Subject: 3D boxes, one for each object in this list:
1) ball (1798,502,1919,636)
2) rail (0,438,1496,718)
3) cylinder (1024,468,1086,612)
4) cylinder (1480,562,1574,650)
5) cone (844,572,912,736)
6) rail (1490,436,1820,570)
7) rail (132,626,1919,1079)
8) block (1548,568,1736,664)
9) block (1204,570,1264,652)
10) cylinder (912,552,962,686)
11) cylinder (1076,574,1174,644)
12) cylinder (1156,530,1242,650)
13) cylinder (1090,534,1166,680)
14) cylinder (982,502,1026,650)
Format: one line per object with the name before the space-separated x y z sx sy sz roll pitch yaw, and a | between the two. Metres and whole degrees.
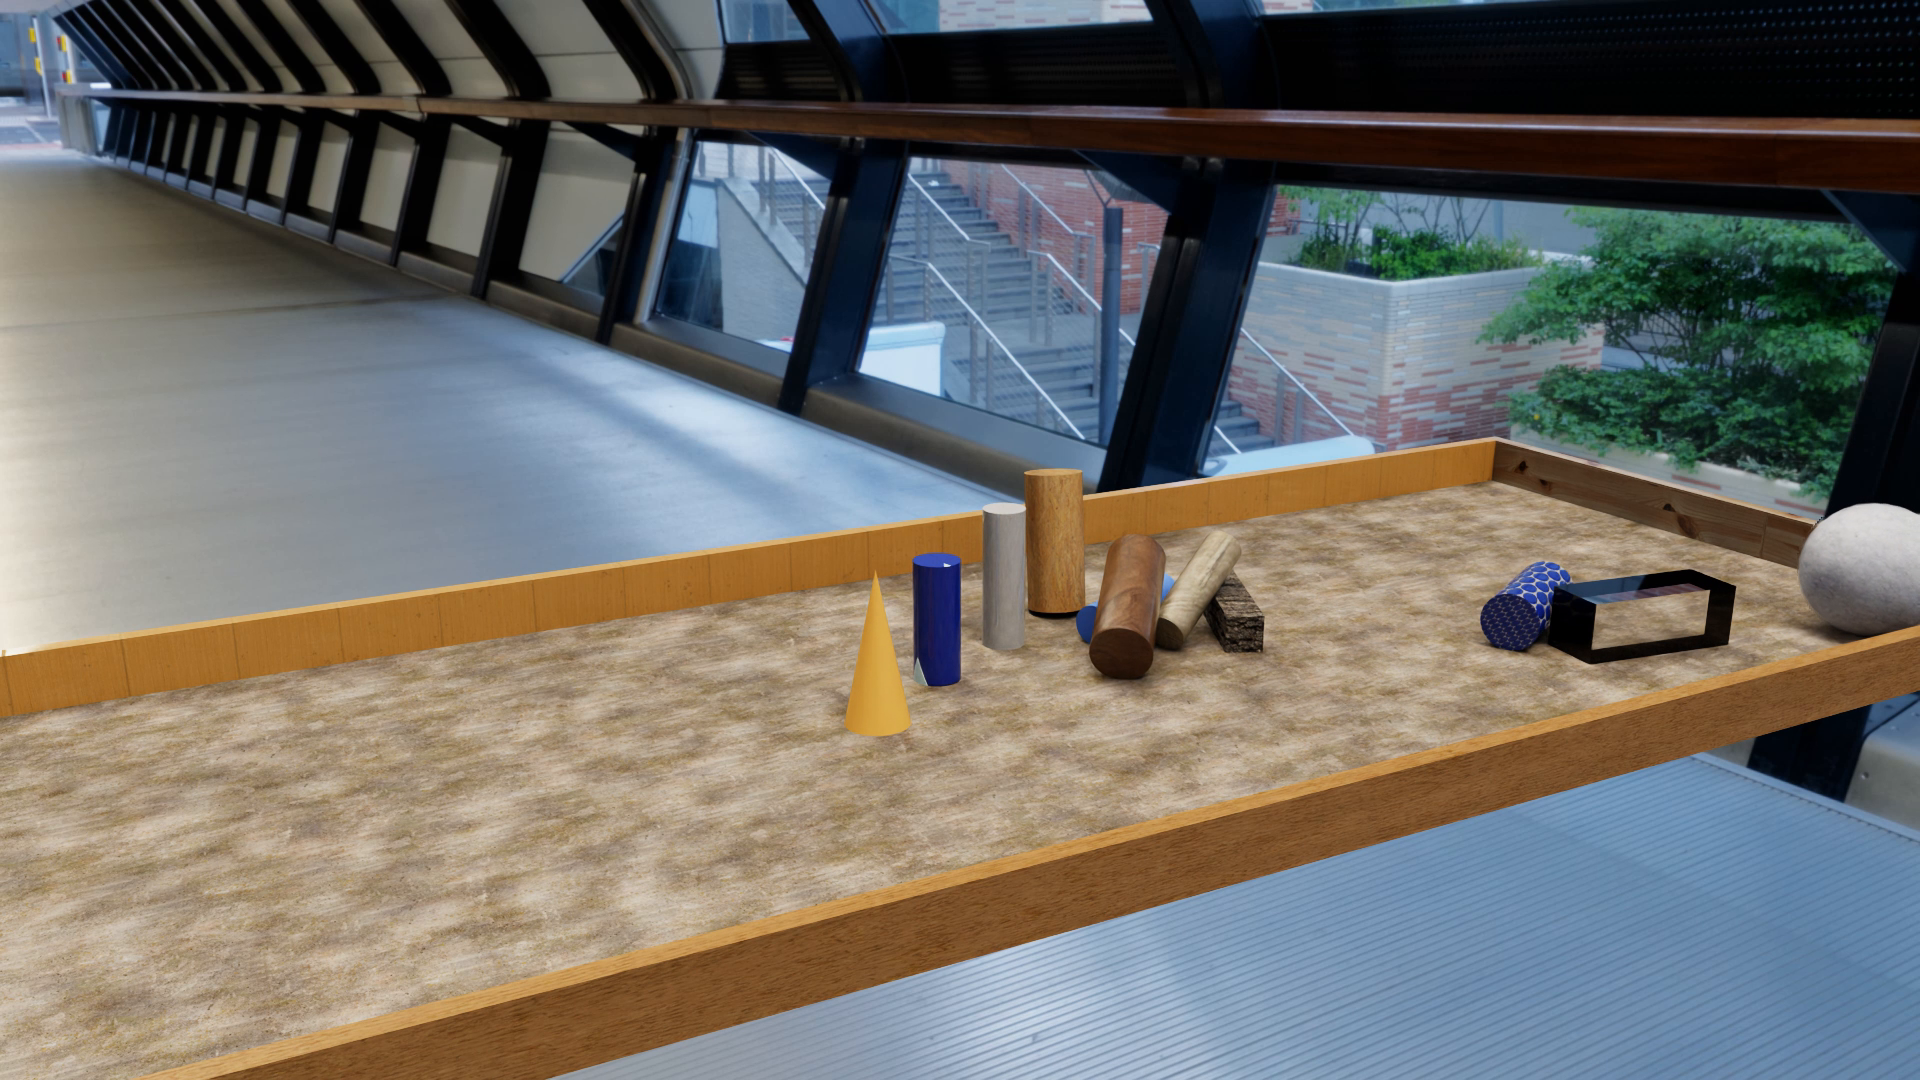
ball | 2.463 0.079 4.447 0.360 0.360 0.360 0 16 0
rail | -3.305 0.497 3.399 12.000 0.150 0.050 -9 18 -27
cylinder | 0.268 0.000 4.640 0.163 0.385 0.163 -2 9 0
cylinder | 1.544 0.176 4.481 0.156 0.156 0.349 11 19 32
cone | -0.194 0.249 3.835 0.158 0.379 0.158 0 16 0
rail | 2.466 -0.048 5.253 0.050 0.150 2.100 -9 18 -27
rail | -2.336 1.006 1.665 12.000 0.150 0.050 -9 18 -27
block | 1.811 0.201 4.382 0.451 0.164 0.164 -6 17 -19
block | 0.738 0.186 4.546 0.100 0.100 0.446 -1 16 -2
cylinder | -0.057 0.199 4.125 0.121 0.312 0.121 0 16 0
cylinder | 0.463 0.185 4.532 0.109 0.109 0.367 12 20 34
cylinder | 0.635 0.132 4.459 0.109 0.109 0.379 11 43 32
cylinder | 0.440 0.168 4.291 0.160 0.160 0.432 3 33 10
cylinder | 0.116 0.096 4.364 0.114 0.374 0.114 0 16 0
